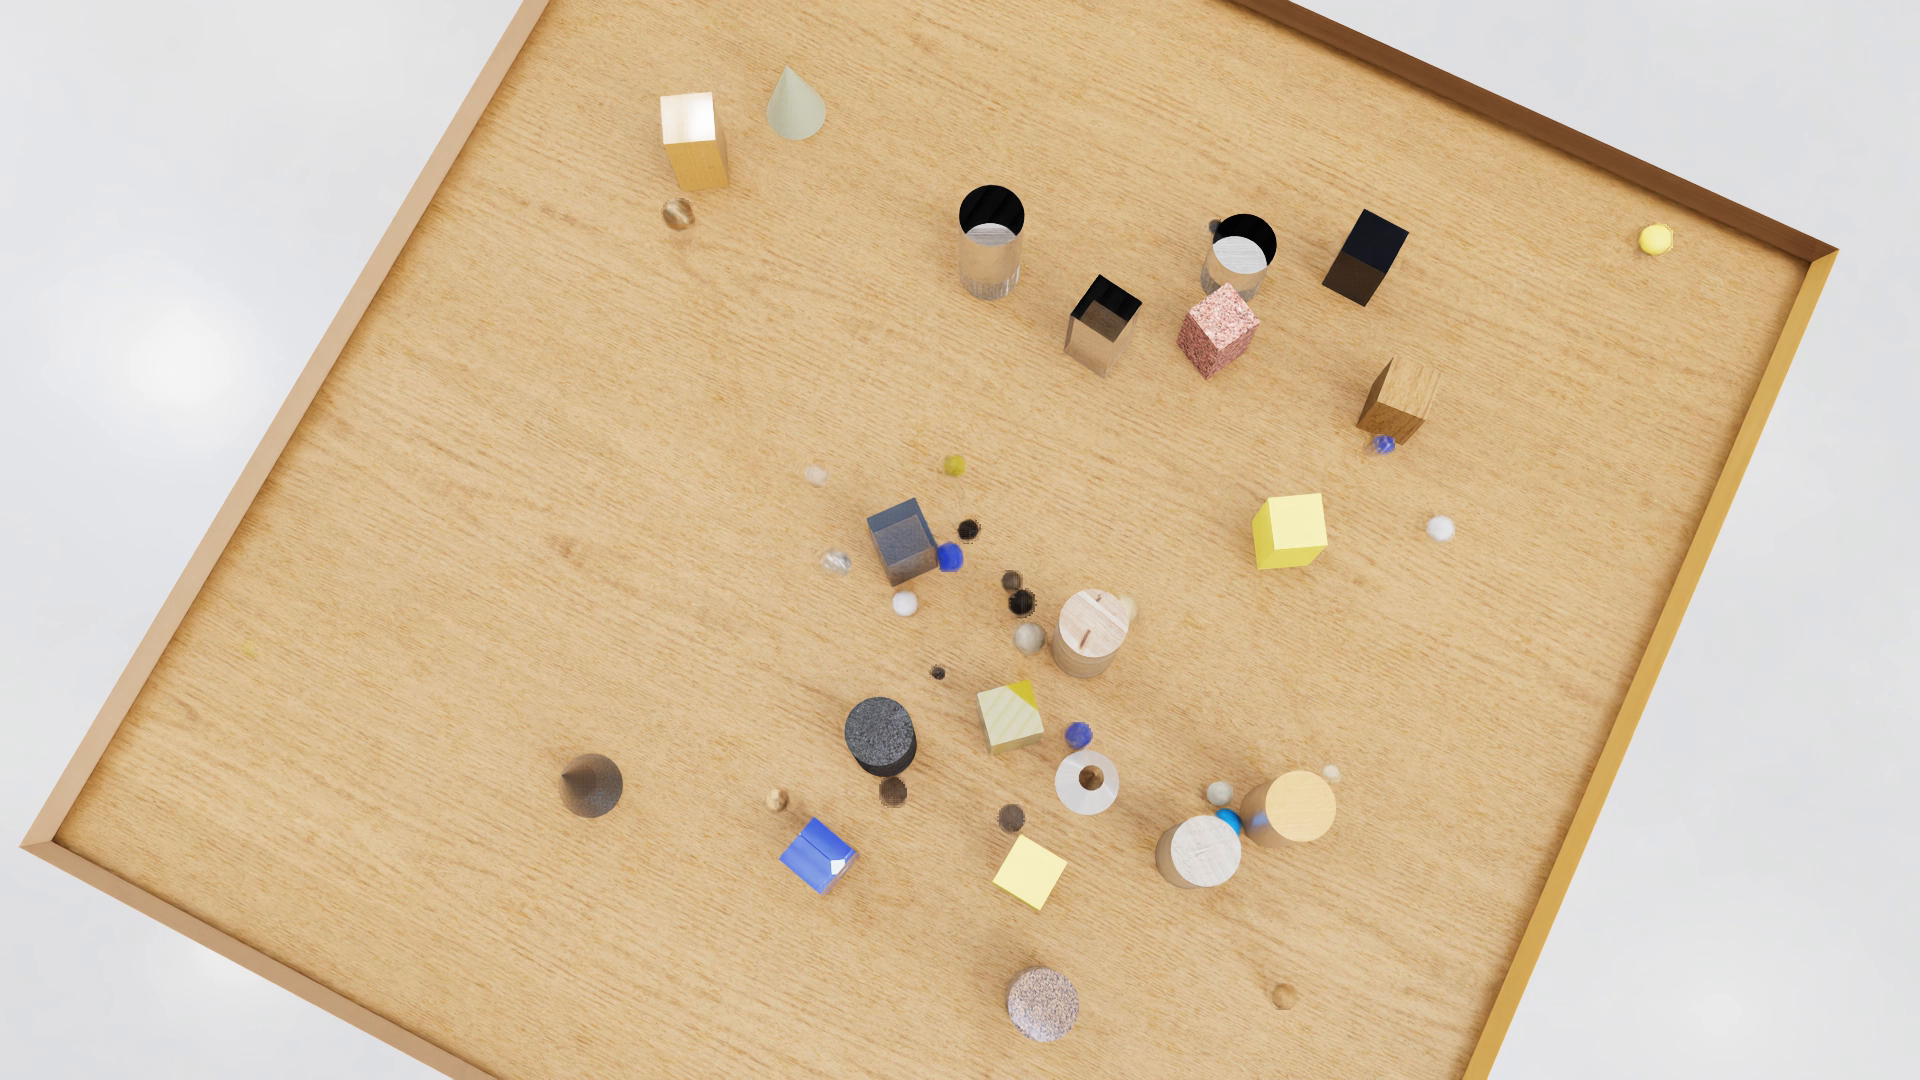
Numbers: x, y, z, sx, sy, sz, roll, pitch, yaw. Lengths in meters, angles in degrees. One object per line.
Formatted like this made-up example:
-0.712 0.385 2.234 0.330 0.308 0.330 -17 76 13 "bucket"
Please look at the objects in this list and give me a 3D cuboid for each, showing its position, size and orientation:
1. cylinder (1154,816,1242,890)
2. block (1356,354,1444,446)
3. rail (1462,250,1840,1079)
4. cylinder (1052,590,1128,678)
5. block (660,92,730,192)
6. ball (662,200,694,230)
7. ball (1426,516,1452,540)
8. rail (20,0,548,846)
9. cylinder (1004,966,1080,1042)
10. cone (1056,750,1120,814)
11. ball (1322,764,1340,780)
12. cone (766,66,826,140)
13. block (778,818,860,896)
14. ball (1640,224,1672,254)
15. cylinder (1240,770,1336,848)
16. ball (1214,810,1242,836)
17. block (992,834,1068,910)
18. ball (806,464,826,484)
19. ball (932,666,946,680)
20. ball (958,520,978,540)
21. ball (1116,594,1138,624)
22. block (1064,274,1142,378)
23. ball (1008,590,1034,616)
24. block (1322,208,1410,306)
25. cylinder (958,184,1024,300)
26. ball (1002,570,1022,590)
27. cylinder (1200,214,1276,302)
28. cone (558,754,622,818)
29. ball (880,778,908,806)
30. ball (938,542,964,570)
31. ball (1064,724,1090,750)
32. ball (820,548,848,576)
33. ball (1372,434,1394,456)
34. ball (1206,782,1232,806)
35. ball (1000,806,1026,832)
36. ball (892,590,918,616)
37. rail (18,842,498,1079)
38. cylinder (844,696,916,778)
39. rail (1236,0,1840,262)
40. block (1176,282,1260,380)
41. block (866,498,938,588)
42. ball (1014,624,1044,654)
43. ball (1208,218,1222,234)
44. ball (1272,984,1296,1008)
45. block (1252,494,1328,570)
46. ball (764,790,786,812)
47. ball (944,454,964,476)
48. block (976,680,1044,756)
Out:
0.673 0.892 5.216 0.192 0.423 0.192 0 78 0 "cylinder"
1.329 -0.421 5.553 0.154 0.295 0.154 22 79 4 "block"
1.795 0.885 5.369 0.045 0.125 4.075 26 80 5 "rail"
0.372 0.278 5.322 0.192 0.463 0.192 0 78 0 "cylinder"
-0.818 -1.232 5.686 0.154 0.363 0.154 -6 78 -1 "block"
-0.889 -1.024 5.779 0.096 0.096 0.096 0 78 0 "ball"
1.462 -0.036 5.585 0.077 0.077 0.077 0 78 0 "ball"
-1.795 -0.872 5.732 0.045 0.125 4.075 26 80 5 "rail"
0.226 1.297 5.144 0.192 0.399 0.192 0 78 0 "cylinder"
0.380 0.691 5.310 0.192 0.320 0.192 0 78 0 "cone"
1.104 0.690 5.448 0.050 0.050 0.050 0 78 0 "ball"
-0.528 -1.412 5.738 0.192 0.335 0.192 0 78 0 "cone"
-0.403 0.915 5.290 0.154 0.268 0.154 39 81 7 "block"
2.187 -0.945 5.764 0.095 0.095 0.095 0 78 0 "ball"
0.927 0.772 5.216 0.192 0.472 0.192 0 78 0 "cylinder"
0.785 0.838 5.398 0.089 0.089 0.089 0 78 0 "ball"
0.198 0.961 5.290 0.154 0.250 0.154 30 80 6 "block"
-0.443 -0.202 5.625 0.065 0.065 0.065 0 78 0 "ball"
-0.065 0.401 5.513 0.040 0.040 0.040 0 78 0 "ball"
0.025 -0.030 5.590 0.064 0.064 0.064 0 78 0 "ball"
0.493 0.211 5.526 0.091 0.091 0.091 0 78 0 "ball"
0.430 -0.644 5.565 0.154 0.363 0.154 34 80 7 "block"
0.185 0.189 5.537 0.078 0.078 0.078 0 78 0 "ball"
1.245 -0.865 5.642 0.154 0.301 0.154 29 80 6 "block"
0.092 -0.896 5.562 0.192 0.470 0.192 0 78 0 "cylinder"
0.157 0.124 5.560 0.061 0.061 0.061 0 78 0 "ball"
0.854 -0.858 5.642 0.192 0.299 0.192 0 78 0 "cylinder"
-1.101 0.691 5.265 0.192 0.409 0.192 0 78 0 "cone"
-0.195 0.744 5.421 0.082 0.082 0.082 0 78 0 "ball"
-0.031 0.049 5.563 0.086 0.086 0.086 0 78 0 "ball"
0.349 0.584 5.456 0.077 0.077 0.077 0 78 0 "ball"
-0.381 0.067 5.559 0.086 0.086 0.086 0 78 0 "ball"
1.302 -0.293 5.642 0.064 0.064 0.064 0 78 0 "ball"
0.766 0.751 5.424 0.073 0.073 0.073 0 78 0 "ball"
0.156 0.822 5.407 0.077 0.077 0.077 0 78 0 "ball"
-0.164 0.190 5.537 0.078 0.078 0.078 0 78 0 "ball"
-0.901 1.770 5.185 4.060 0.125 0.045 26 80 5 "rail"
-0.225 0.572 5.289 0.192 0.410 0.192 0 78 0 "cylinder"
0.901 -1.757 5.915 4.060 0.125 0.045 26 80 5 "rail"
0.784 -0.634 5.592 0.154 0.305 0.154 -36 81 -7 "block"
-0.169 0.010 5.439 0.154 0.344 0.154 -24 79 -5 "block"
0.208 0.298 5.507 0.094 0.094 0.094 0 78 0 "ball"
0.811 -0.990 5.795 0.051 0.051 0.051 0 78 0 "ball"
0.936 1.321 5.308 0.069 0.069 0.069 0 78 0 "ball"
0.979 -0.022 5.462 0.154 0.312 0.154 -5 78 -1 "block"
-0.545 0.770 5.424 0.065 0.065 0.065 0 78 0 "ball"
-0.020 -0.231 5.632 0.064 0.064 0.064 0 78 0 "ball"
0.143 0.521 5.336 0.154 0.338 0.154 -15 79 -3 "block"
